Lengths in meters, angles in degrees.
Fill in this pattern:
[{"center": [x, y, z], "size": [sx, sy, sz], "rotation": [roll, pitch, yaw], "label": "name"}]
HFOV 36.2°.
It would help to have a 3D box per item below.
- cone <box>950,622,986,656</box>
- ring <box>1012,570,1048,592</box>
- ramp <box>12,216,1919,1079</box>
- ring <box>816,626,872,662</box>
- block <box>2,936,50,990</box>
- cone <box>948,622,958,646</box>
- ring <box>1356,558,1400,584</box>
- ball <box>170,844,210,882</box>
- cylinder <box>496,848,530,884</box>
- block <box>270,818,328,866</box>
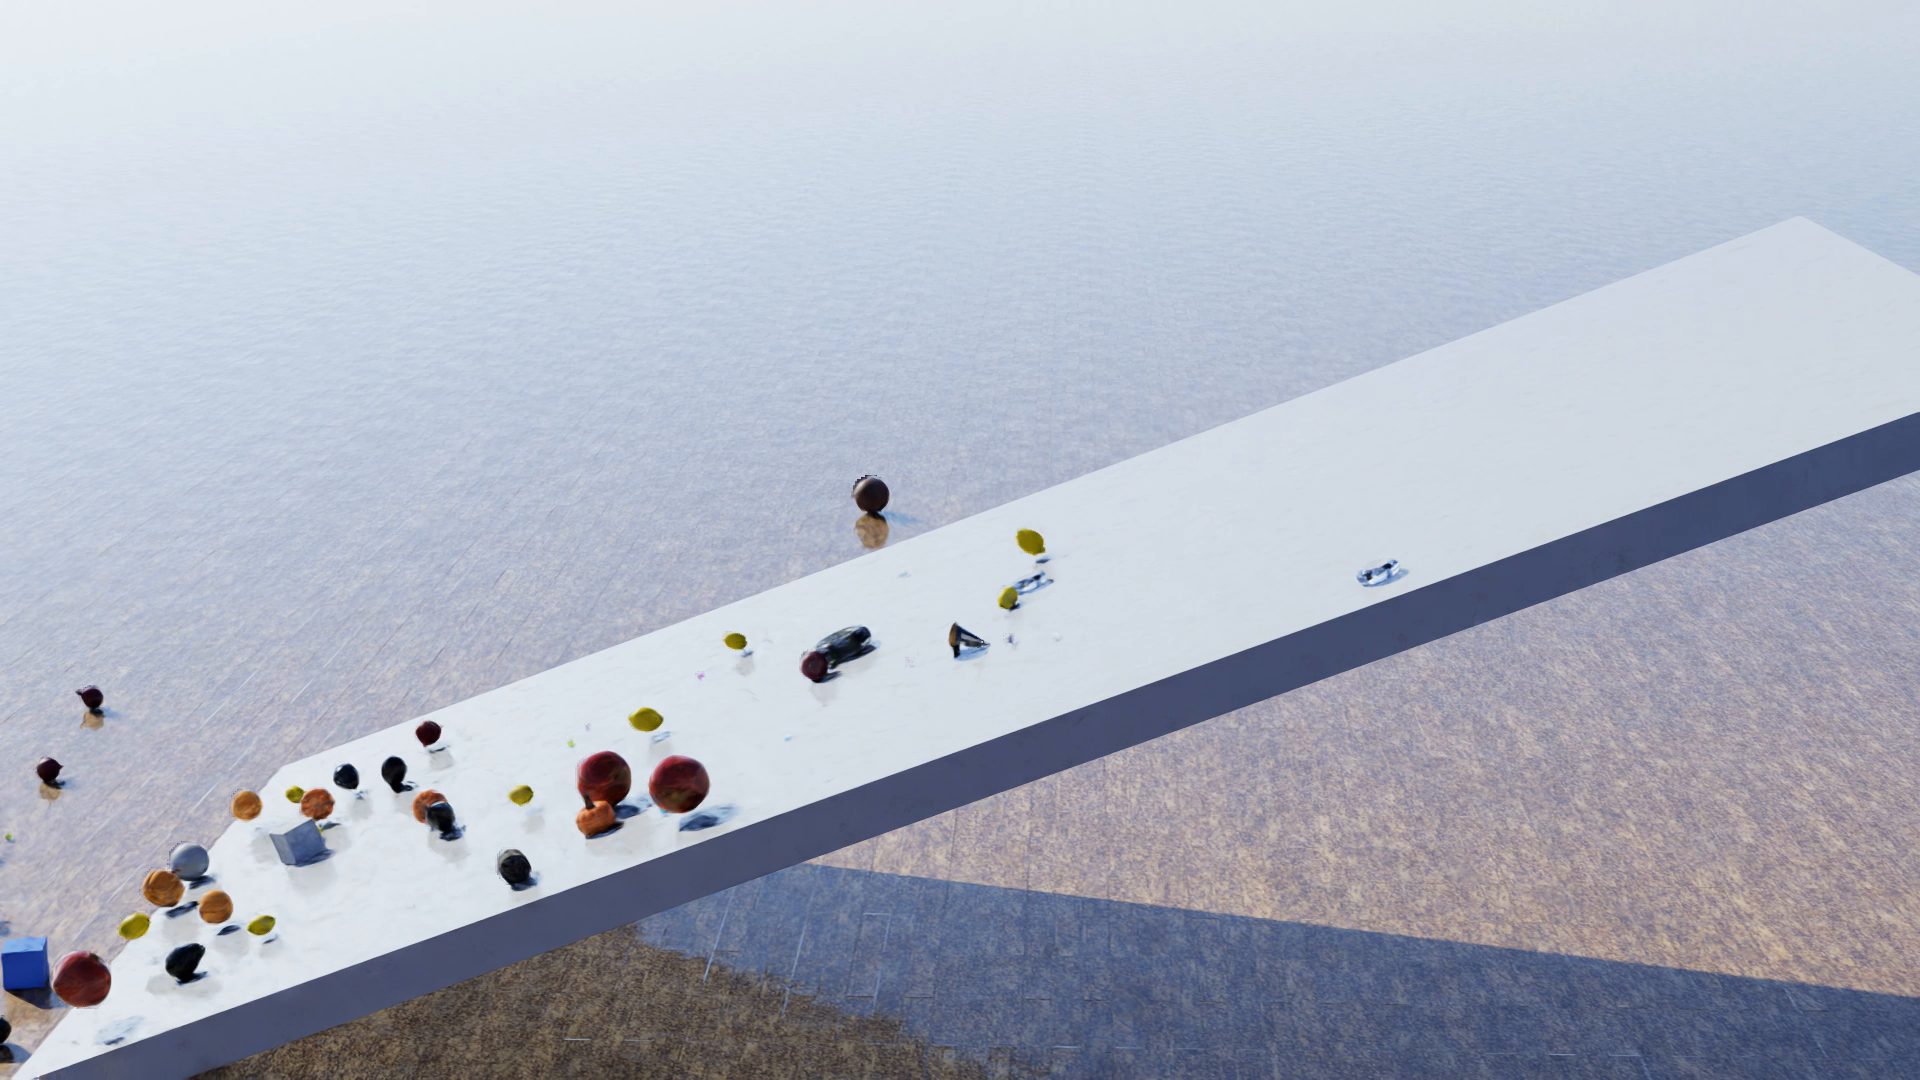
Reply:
[{"center": [0.026, 0.209, 5.976], "size": [0.072, 0.072, 0.072], "rotation": [17, 11, -10], "label": "cone"}, {"center": [0.150, 0.089, 6.318], "size": [0.080, 0.027, 0.080], "rotation": [-20, 10, 4], "label": "ring"}, {"center": [0.118, 0.176, 6.295], "size": [4.000, 0.100, 2.000], "rotation": [-20, 12, 7], "label": "ramp"}, {"center": [-0.253, 0.225, 6.374], "size": [0.131, 0.044, 0.131], "rotation": [-22, 10, 4], "label": "ring"}, {"center": [-2.006, 0.908, 6.312], "size": [0.084, 0.084, 0.084], "rotation": [-2, 13, -10], "label": "block"}, {"center": [0.012, 0.201, 6.059], "size": [0.054, 0.054, 0.054], "rotation": [13, 17, 21], "label": "cone"}, {"center": [0.764, 0.057, 5.371], "size": [0.083, 0.028, 0.083], "rotation": [-21, 10, 4], "label": "ring"}, {"center": [-1.733, 0.725, 6.619], "size": [0.085, 0.085, 0.085], "rotation": [0, 13, 0], "label": "ball"}, {"center": [-0.848, 0.620, 5.588], "size": [0.057, 0.057, 0.057], "rotation": [-4, 6, -15], "label": "cylinder"}, {"center": [-1.448, 0.659, 6.434], "size": [0.077, 0.077, 0.077], "rotation": [-29, 14, -34], "label": "block"}]
